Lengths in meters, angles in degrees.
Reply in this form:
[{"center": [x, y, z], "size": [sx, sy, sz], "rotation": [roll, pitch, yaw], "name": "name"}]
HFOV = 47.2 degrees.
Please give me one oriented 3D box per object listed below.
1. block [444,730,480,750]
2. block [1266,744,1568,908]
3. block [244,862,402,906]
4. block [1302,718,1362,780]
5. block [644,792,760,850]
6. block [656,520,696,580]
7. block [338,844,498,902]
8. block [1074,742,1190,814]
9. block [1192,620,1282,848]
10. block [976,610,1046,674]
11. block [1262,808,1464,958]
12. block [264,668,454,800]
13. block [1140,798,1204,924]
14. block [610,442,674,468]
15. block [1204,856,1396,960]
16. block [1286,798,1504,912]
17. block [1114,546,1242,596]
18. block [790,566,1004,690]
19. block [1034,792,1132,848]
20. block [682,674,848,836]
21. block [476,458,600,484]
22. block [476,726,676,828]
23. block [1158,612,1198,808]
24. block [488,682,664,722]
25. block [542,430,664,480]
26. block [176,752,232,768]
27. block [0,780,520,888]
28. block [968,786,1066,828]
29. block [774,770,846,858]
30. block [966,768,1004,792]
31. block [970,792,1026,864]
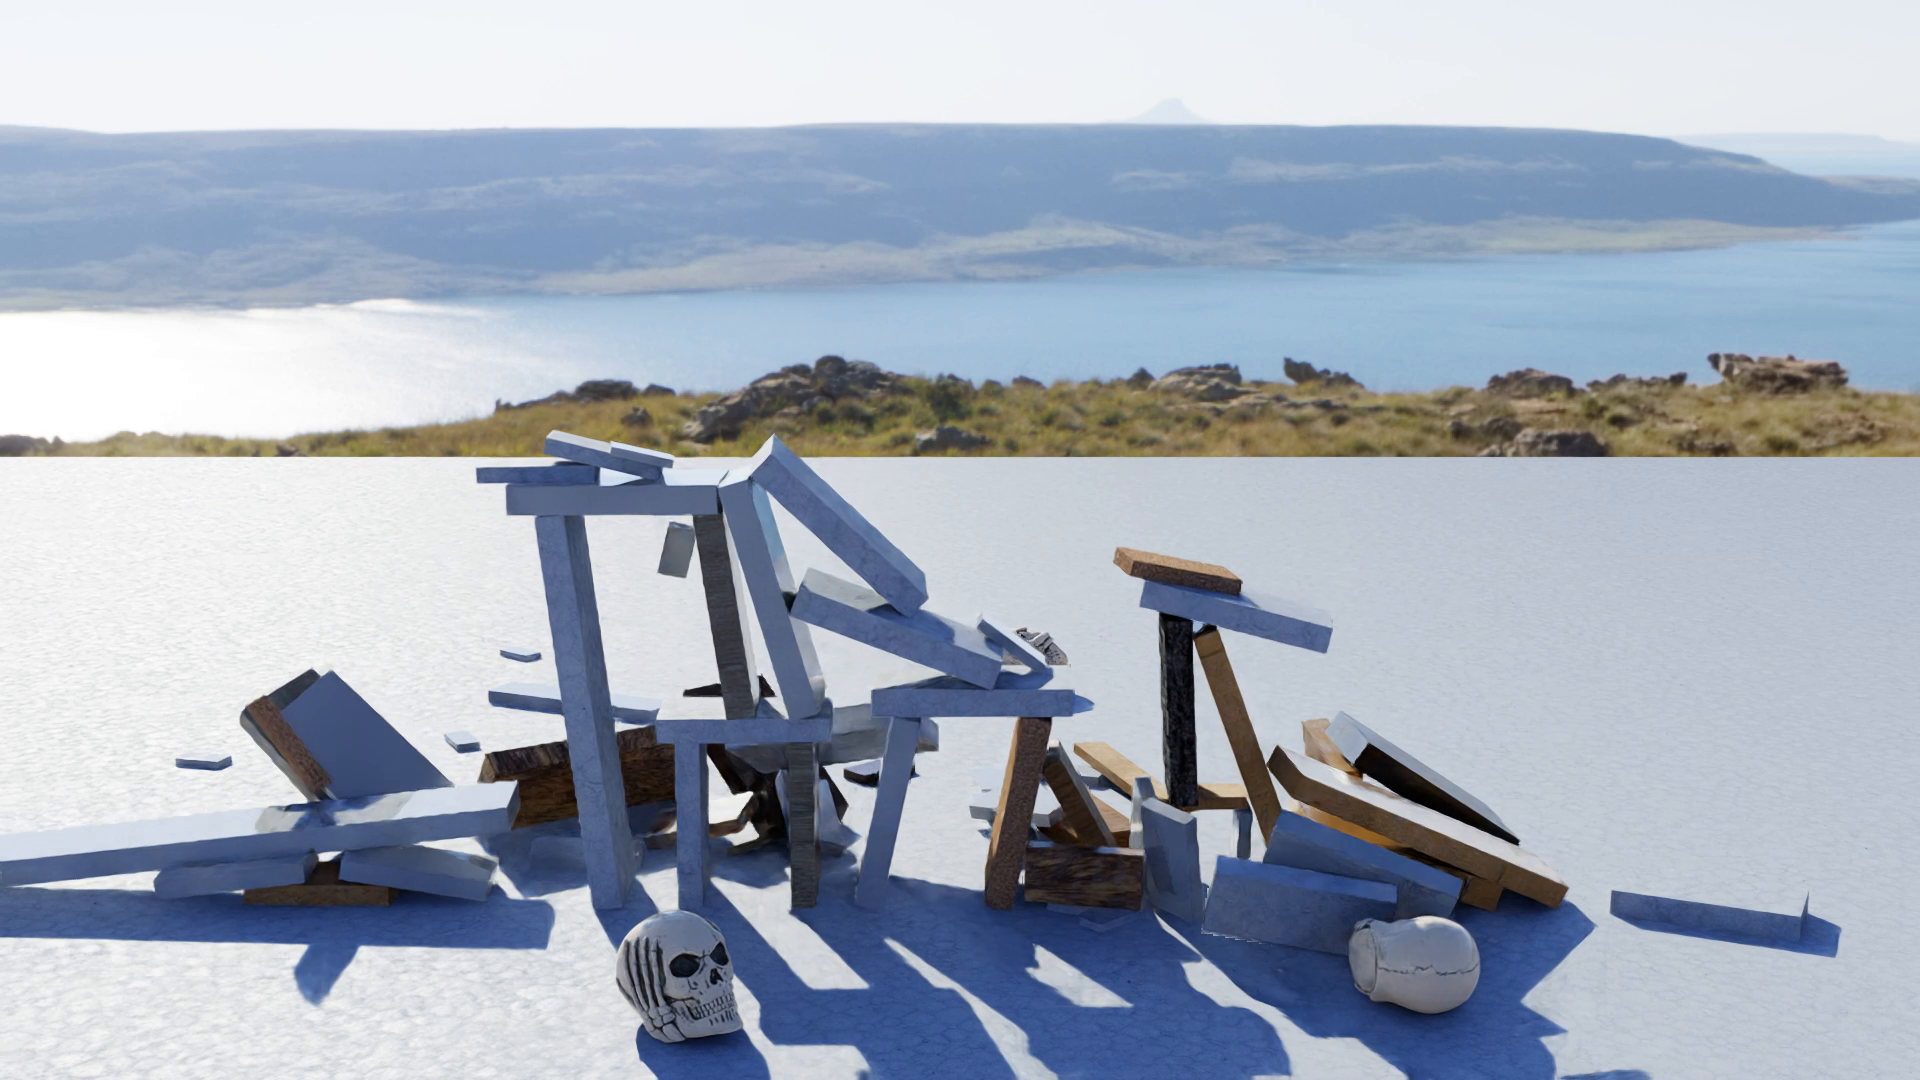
[{"center": [-1.033, 0.417, 4.565], "size": [0.049, 0.014, 0.097], "rotation": [-6, 12, -28], "name": "block"}, {"center": [0.747, 0.468, 3.591], "size": [0.507, 0.041, 0.145], "rotation": [23, 10, -14], "name": "block"}, {"center": [-1.056, 0.572, 3.670], "size": [0.239, 0.034, 0.120], "rotation": [0, 11, 2], "name": "block"}, {"center": [0.674, 0.449, 3.951], "size": [0.048, 0.170, 0.340], "rotation": [-8, 11, 1], "name": "block"}, {"center": [-0.457, 0.497, 3.887], "size": [0.190, 0.027, 0.095], "rotation": [-14, 19, 21], "name": "block"}, {"center": [-0.479, 0.017, 3.728], "size": [0.050, 0.101, 0.014], "rotation": [12, 32, -11], "name": "block"}, {"center": [-0.898, 0.547, 3.661], "size": [0.239, 0.034, 0.120], "rotation": [10, 11, -5], "name": "block"}, {"center": [0.328, 0.459, 4.248], "size": [0.067, 0.019, 0.380], "rotation": [0, 13, -22], "name": "block"}, {"center": [0.477, 0.359, 3.637], "size": [0.043, 0.481, 0.153], "rotation": [-20, 10, 4], "name": "block"}, {"center": [0.085, 0.169, 3.644], "size": [0.131, 0.018, 0.065], "rotation": [36, 9, -6], "name": "block"}, {"center": [0.609, 0.527, 3.376], "size": [0.290, 0.145, 0.041], "rotation": [21, 42, 11], "name": "block"}, {"center": [-1.069, 0.391, 3.914], "size": [0.156, 0.312, 0.044], "rotation": [-44, -10, -27], "name": "block"}, {"center": [0.340, 0.514, 3.529], "size": [0.027, 0.190, 0.095], "rotation": [-27, 32, -35], "name": "block"}, {"center": [-0.506, -0.135, 3.496], "size": [0.101, 0.014, 0.050], "rotation": [12, 10, -12], "name": "block"}, {"center": [0.517, 0.562, 3.355], "size": [0.272, 0.131, 0.037], "rotation": [9, 39, 4], "name": "block"}, {"center": [0.717, 0.516, 3.654], "size": [0.340, 0.048, 0.170], "rotation": [18, 10, -3], "name": "block"}, {"center": [0.354, 0.051, 3.580], "size": [0.190, 0.027, 0.095], "rotation": [11, 11, -15], "name": "block"}, {"center": [-0.101, 0.142, 3.585], "size": [0.346, 0.049, 0.173], "rotation": [20, 10, -3], "name": "block"}, {"center": [0.216, 0.511, 3.994], "size": [0.131, 0.037, 0.263], "rotation": [-4, 11, -21], "name": "block"}, {"center": [-0.366, 0.400, 4.077], "size": [0.170, 0.048, 0.340], "rotation": [-10, 48, -36], "name": "block"}, {"center": [-0.677, -0.112, 3.536], "size": [0.186, 0.026, 0.093], "rotation": [-1, 11, -3], "name": "block"}, {"center": [-0.689, 0.435, 4.045], "size": [0.407, 0.170, 0.048], "rotation": [-7, 47, -34], "name": "block"}, {"center": [0.357, 0.267, 3.607], "size": [0.043, 0.307, 0.153], "rotation": [-3, 10, 2], "name": "block"}, {"center": [-0.838, 0.356, 4.857], "size": [0.427, 0.026, 0.091], "rotation": [5, 12, 24], "name": "block"}, {"center": [-0.570, -0.136, 3.532], "size": [0.186, 0.026, 0.093], "rotation": [13, 9, -5], "name": "block"}, {"center": [-1.522, 0.443, 4.425], "size": [0.097, 0.014, 0.049], "rotation": [3, 11, 14], "name": "block"}, {"center": [-1.363, 0.511, 3.681], "size": [1.226, 0.044, 0.156], "rotation": [-6, 11, -4], "name": "block"}, {"center": [0.116, 0.484, 3.995], "size": [0.182, 0.026, 0.091], "rotation": [1, 19, 40], "name": "block"}, {"center": [-0.267, 0.484, 3.906], "size": [0.095, 0.027, 0.190], "rotation": [17, 25, -23], "name": "block"}, {"center": [0.060, 0.471, 4.259], "size": [0.067, 0.019, 0.134], "rotation": [-2, 11, -12], "name": "block"}, {"center": [0.084, 0.521, 3.992], "size": [0.065, 0.018, 0.370], "rotation": [-2, 11, -10], "name": "block"}]
